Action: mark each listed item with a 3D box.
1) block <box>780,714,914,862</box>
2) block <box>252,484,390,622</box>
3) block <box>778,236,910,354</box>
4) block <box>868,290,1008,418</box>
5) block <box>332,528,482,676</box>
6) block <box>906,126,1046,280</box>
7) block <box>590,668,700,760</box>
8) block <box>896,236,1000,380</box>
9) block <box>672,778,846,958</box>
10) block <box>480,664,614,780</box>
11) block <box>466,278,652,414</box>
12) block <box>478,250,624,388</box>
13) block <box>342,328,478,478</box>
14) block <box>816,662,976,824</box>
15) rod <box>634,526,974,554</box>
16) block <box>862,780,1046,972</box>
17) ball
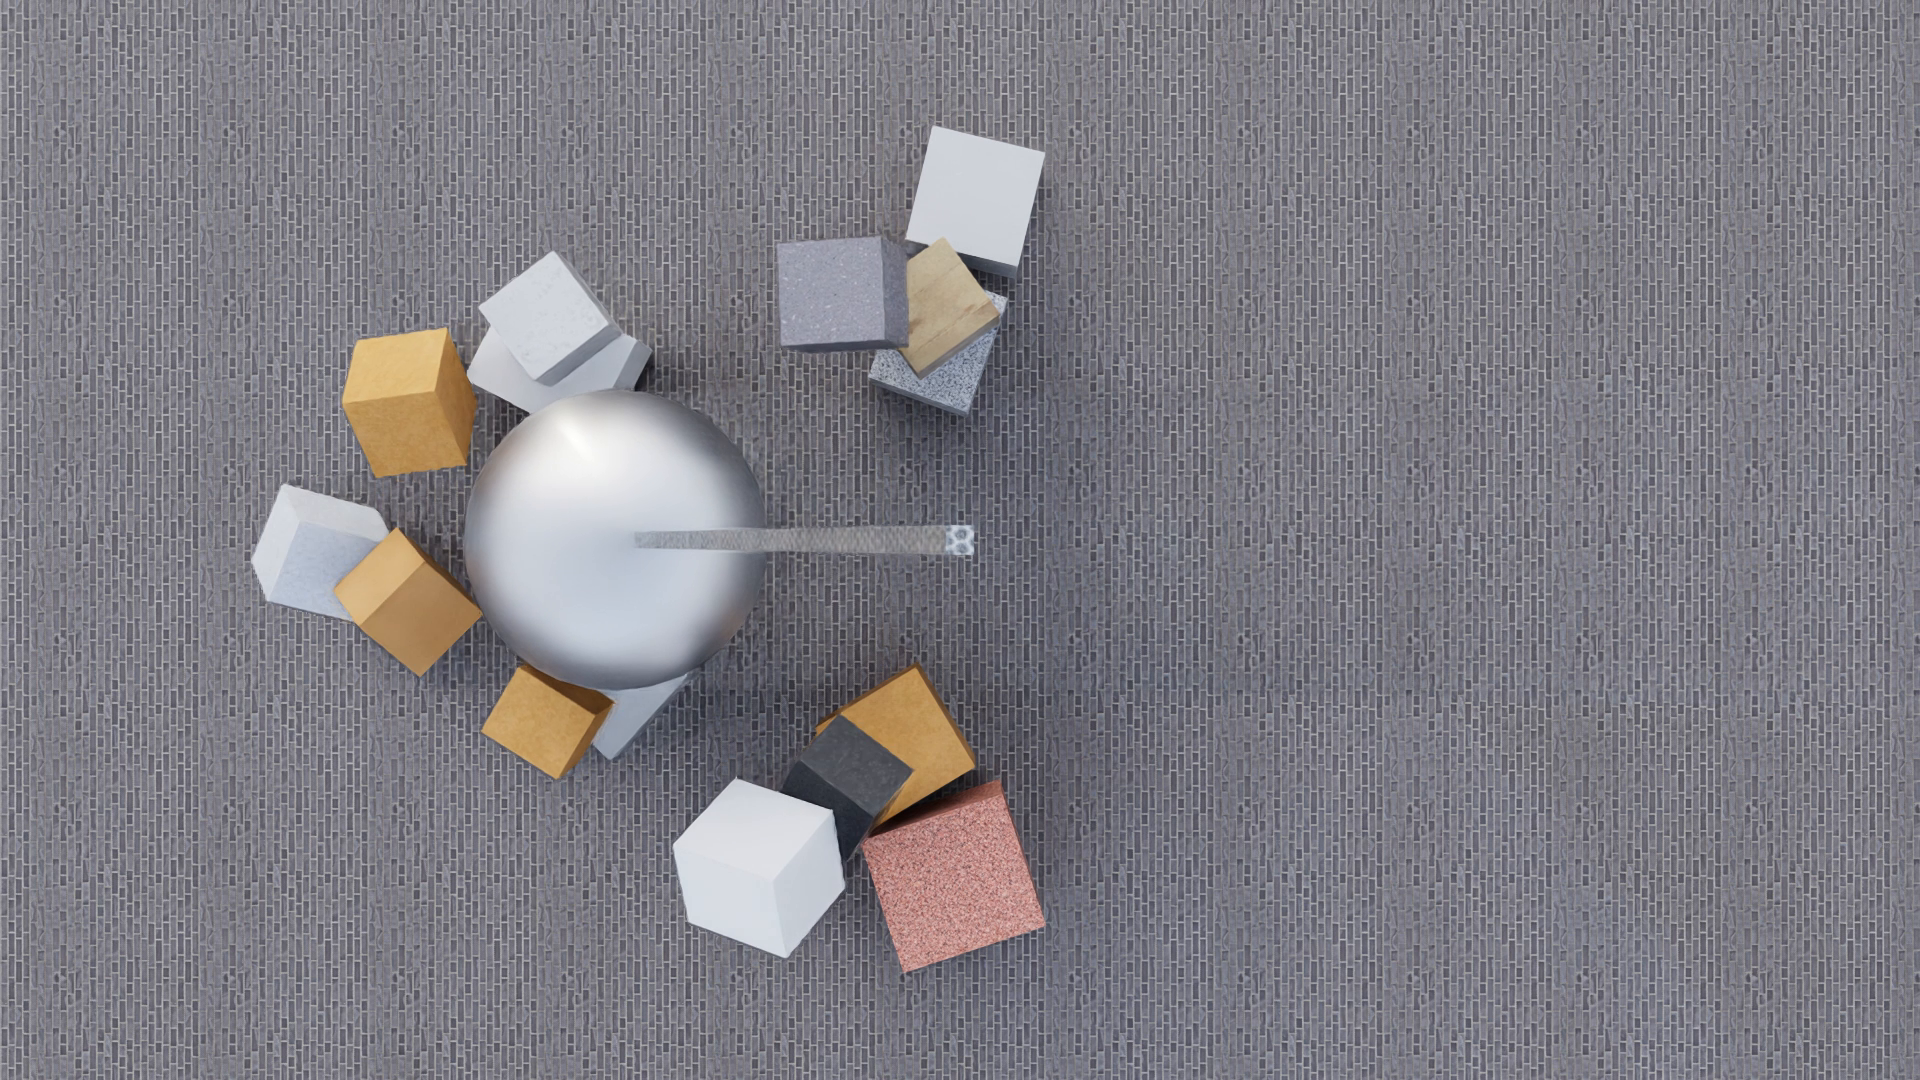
[{"bbox_3d":[-0.640,1.354,12.041,0.519,0.461,0.423,37,46,7],"label":"block"},{"bbox_3d":[-3.634,0.080,12.565,0.571,0.550,0.503,17,105,-33],"label":"block"},{"bbox_3d":[-0.608,-1.285,11.600,0.556,0.518,0.531,-2,90,13],"label":"block"},{"bbox_3d":[-0.125,-1.144,12.712,0.594,0.576,0.685,20,90,0],"label":"block"},{"bbox_3d":[-3.086,0.346,12.299,0.500,0.471,0.514,-45,130,-6],"label":"block"},{"bbox_3d":[0.087,-1.940,12.699,0.652,0.602,0.660,14,90,0],"label":"block"},{"bbox_3d":[-1.966,0.811,12.704,0.575,0.588,0.649,43,90,0],"label":"block"},{"bbox_3d":[-0.157,-1.269,12.134,0.550,0.577,0.518,-36,90,0],"label":"block"},{"bbox_3d":[-1.083,1.775,11.942,0.643,0.590,0.572,15,130,27],"label":"block"},{"bbox_3d":[-2.281,0.978,12.196,0.496,0.429,0.419,32,98,2],"label":"block"},{"bbox_3d":[-2.303,-1.017,12.678,0.768,0.644,0.642,27,90,0],"label":"block"},{"bbox_3d":[-2.242,-1.208,12.094,0.508,0.523,0.496,-37,90,0],"label":"block"},{"bbox_3d":[-3.015,-0.756,12.089,0.512,0.527,0.549,-7,135,4],"label":"block"},{"bbox_3d":[-0.364,1.165,12.676,0.661,0.648,0.651,-31,90,0],"label":"block"},{"bbox_3d":[-0.787,0.000,8.419,0.080,5.200,0.080,0,90,-18],"label":"rod"},{"bbox_3d":[-0.039,1.910,12.613,0.835,0.773,0.773,-18,90,0],"label":"block"},{"bbox_3d":[-1.816,0.000,11.660,1.600,1.600,1.600,0,90,0],"label":"ball"}]
